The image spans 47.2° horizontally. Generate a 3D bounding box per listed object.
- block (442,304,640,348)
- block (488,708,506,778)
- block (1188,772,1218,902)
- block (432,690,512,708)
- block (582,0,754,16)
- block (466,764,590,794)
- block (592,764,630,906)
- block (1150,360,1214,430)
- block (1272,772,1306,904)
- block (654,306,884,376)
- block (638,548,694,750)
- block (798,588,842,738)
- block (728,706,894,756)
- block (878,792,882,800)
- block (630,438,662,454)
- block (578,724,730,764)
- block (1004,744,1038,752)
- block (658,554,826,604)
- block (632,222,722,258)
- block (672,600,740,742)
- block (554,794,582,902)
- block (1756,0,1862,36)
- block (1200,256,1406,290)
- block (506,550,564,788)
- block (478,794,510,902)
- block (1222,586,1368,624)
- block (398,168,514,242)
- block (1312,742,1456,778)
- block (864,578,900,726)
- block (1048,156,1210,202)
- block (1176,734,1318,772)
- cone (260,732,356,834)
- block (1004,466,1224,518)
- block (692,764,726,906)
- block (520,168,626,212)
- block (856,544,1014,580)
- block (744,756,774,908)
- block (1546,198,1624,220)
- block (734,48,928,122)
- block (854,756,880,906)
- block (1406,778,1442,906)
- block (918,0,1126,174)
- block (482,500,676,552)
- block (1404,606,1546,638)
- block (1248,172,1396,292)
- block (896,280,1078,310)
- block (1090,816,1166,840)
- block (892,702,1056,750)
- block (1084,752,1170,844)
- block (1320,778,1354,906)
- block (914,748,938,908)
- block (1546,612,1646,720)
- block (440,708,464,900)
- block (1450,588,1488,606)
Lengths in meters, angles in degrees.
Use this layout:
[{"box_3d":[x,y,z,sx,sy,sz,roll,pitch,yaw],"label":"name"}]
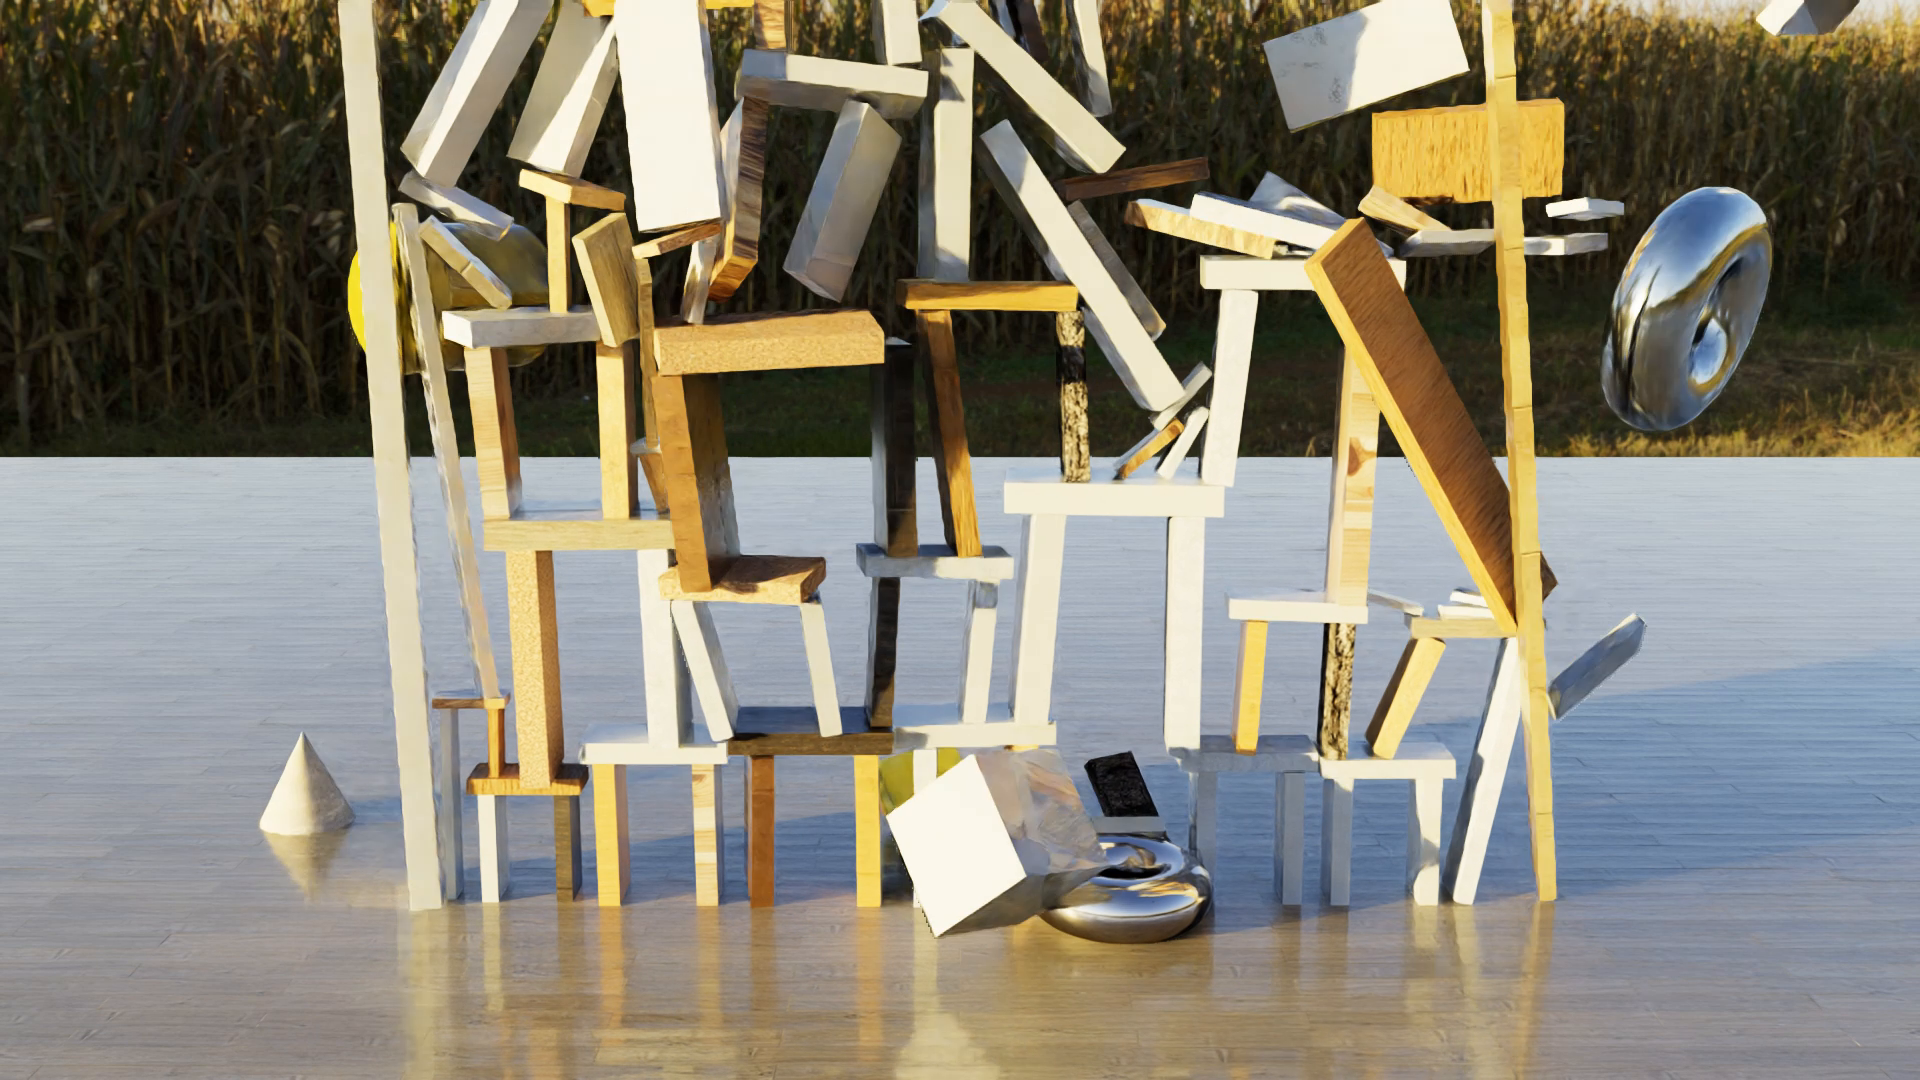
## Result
[{"box_3d":[-0.646,-0.335,3.425,0.282,0.040,0.141,-7,14,-29],"label":"block"},{"box_3d":[-0.763,0.326,3.619,0.016,0.116,0.058,1,11,-1],"label":"block"},{"box_3d":[0.403,0.478,3.661,0.032,0.223,0.112,0,10,-1],"label":"block"},{"box_3d":[-0.800,0.261,3.605,0.116,0.016,0.058,0,11,-1],"label":"block"},{"box_3d":[-0.443,-0.862,3.398,0.263,0.037,0.131,-3,37,4],"label":"block"},{"box_3d":[-0.713,0.395,3.636,0.185,0.026,0.092,0,11,0],"label":"block"},{"box_3d":[-0.577,0.471,3.649,0.034,0.241,0.121,-1,11,0],"label":"block"},{"box_3d":[0.358,-0.233,3.559,0.018,0.127,0.063,41,10,-8],"label":"block"},{"box_3d":[0.546,0.480,3.652,0.032,0.223,0.112,0,11,0],"label":"block"},{"box_3d":[-0.293,-0.303,3.330,0.334,0.047,0.167,-4,20,-11],"label":"block"},{"box_3d":[-0.477,0.158,3.574,0.047,0.329,0.164,-1,13,2],"label":"block"},{"box_3d":[-0.227,0.183,3.516,0.033,0.235,0.117,-10,23,-6],"label":"block"},{"box_3d":[-0.246,0.310,3.585,0.264,0.037,0.132,0,15,-7],"label":"block"},{"box_3d":[-0.082,0.488,4.146,0.092,0.026,0.184,-5,12,-24],"label":"block"},{"box_3d":[-0.470,-0.151,3.493,0.097,0.014,0.049,-1,18,19],"label":"block"},{"box_3d":[-0.498,0.335,3.623,0.241,0.034,0.121,0,11,0],"label":"block"},{"box_3d":[0.101,0.452,3.679,0.038,0.266,0.133,-2,11,-7],"label":"block"},{"box_3d":[-0.340,0.059,3.447,0.235,0.033,0.117,2,21,17],"label":"block"},{"box_3d":[-0.418,-0.444,3.256,0.062,0.017,0.123,-1,20,46],"label":"block"},{"box_3d":[-0.404,0.189,3.499,0.033,0.235,0.117,-13,20,4],"label":"block"},{"box_3d":[-0.652,0.498,3.656,0.026,0.185,0.092,0,11,0],"label":"block"},{"box_3d":[1.515,-0.959,3.849,0.304,0.152,0.043,-17,60,-49],"label":"block"},{"box_3d":[0.539,-0.424,3.485,0.308,0.044,0.154,1,11,3],"label":"block"},{"box_3d":[-0.690,0.191,3.581,0.047,0.393,0.164,-1,13,-1],"label":"block"},{"box_3d":[-0.775,0.498,3.656,0.026,0.184,0.092,0,11,0],"label":"block"},{"box_3d":[0.544,0.105,3.574,0.220,0.031,0.110,2,10,1],"label":"block"},{"box_3d":[-0.792,-0.528,3.461,0.171,0.024,0.085,28,18,-10],"label":"block"},{"box_3d":[0.696,0.362,3.624,0.217,0.031,0.108,0,10,0],"label":"block"},{"box_3d":[-0.126,0.170,3.569,0.034,0.242,0.119,2,10,-8],"label":"block"},{"box_3d":[0.268,-0.583,3.574,0.246,0.035,0.123,-11,8,-15],"label":"block"},{"box_3d":[0.472,0.353,3.637,0.223,0.032,0.112,0,11,0],"label":"block"},{"box_3d":[-1.205,0.433,4.045,0.171,0.171,0.171,0,11,0],"label":"cone"},{"box_3d":[0.247,-0.079,3.564,0.346,0.049,0.173,1,10,2],"label":"block"},{"box_3d":[-0.416,0.471,3.649,0.034,0.241,0.121,-1,11,0],"label":"block"},{"box_3d":[-0.591,-0.533,3.350,0.090,0.025,0.180,3,14,-37],"label":"block"},{"box_3d":[-0.042,0.034,3.565,0.238,0.034,0.119,1,10,-10],"label":"block"},{"box_3d":[-0.331,0.456,3.624,0.037,0.264,0.132,-1,18,-10],"label":"block"},{"box_3d":[1.039,-0.549,3.651,0.071,0.020,0.141,-5,1,41],"label":"block"},{"box_3d":[-0.199,-0.696,3.369,0.280,0.040,0.140,5,-5,-10],"label":"block"},{"box_3d":[-0.152,0.457,3.636,0.037,0.264,0.132,-1,15,-2],"label":"block"},{"box_3d":[0.769,0.484,3.647,0.031,0.217,0.108,0,11,0],"label":"block"},{"box_3d":[0.096,-0.717,3.460,0.354,0.050,0.177,41,0,-16],"label":"block"},{"box_3d":[-0.585,-0.025,3.534,0.329,0.047,0.164,-1,13,-1],"label":"block"},{"box_3d":[0.835,0.133,3.577,0.208,0.029,0.104,0,11,2],"label":"block"},{"box_3d":[0.582,-0.492,3.646,0.247,0.123,0.035,35,17,14],"label":"block"},{"box_3d":[0.041,-0.391,3.502,0.269,0.038,0.135,0,10,-9],"label":"block"},{"box_3d":[0.244,0.489,3.686,0.185,0.026,0.092,0,-22,-7],"label":"block"},{"box_3d":[0.016,0.305,3.639,0.266,0.038,0.133,-1,11,-6],"label":"block"},{"box_3d":[0.296,0.468,3.882,0.092,0.185,0.026,-7,-25,-35],"label":"block"},{"box_3d":[0.624,0.484,3.647,0.031,0.217,0.108,0,10,0],"label":"block"},{"box_3d":[-0.056,0.459,3.647,0.038,0.266,0.133,0,11,0],"label":"block"},{"box_3d":[1.034,0.207,3.586,0.191,0.095,0.027,-37,60,-15],"label":"block"},{"box_3d":[-0.840,0.429,3.638,0.016,0.327,0.058,1,11,0],"label":"block"},{"box_3d":[0.850,0.095,3.566,0.095,0.014,0.048,11,13,27],"label":"block"}]
